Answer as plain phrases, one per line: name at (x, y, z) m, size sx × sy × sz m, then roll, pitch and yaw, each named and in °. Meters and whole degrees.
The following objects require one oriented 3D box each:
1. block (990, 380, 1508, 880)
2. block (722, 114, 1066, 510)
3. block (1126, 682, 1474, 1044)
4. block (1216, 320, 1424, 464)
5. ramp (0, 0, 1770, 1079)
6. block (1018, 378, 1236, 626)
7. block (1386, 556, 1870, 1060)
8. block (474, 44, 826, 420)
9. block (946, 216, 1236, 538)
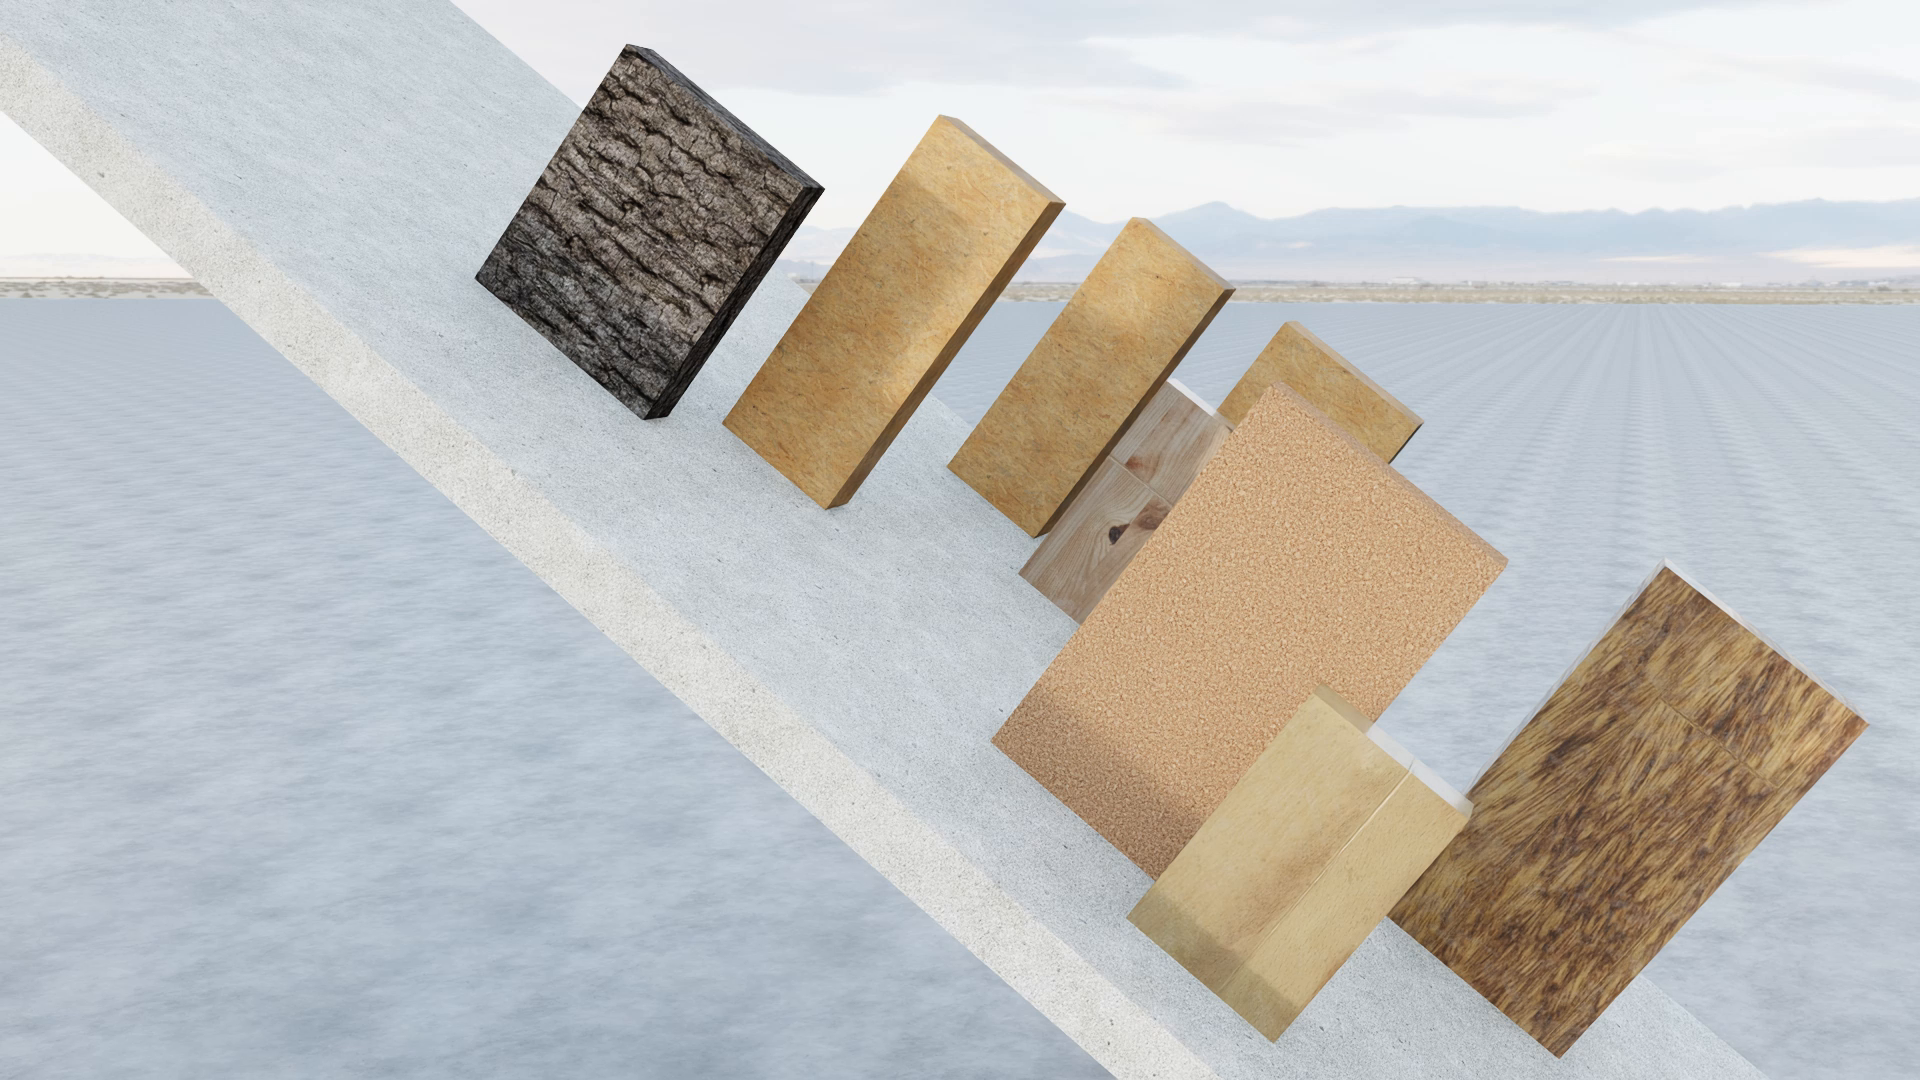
block at (0.435, 0.173, 3.377) m, size 0.435 × 0.715 × 0.103 m, roll 40°, pitch 16°, yaw 9°
block at (-0.120, -0.397, 3.879) m, size 0.247 × 0.675 × 0.115 m, roll 40°, pitch 16°, yaw 9°
block at (0.488, 0.465, 3.174) m, size 0.276 × 0.439 × 0.095 m, roll 40°, pitch 16°, yaw 9°
block at (0.616, -0.087, 4.587) m, size 0.339 × 0.668 × 0.149 m, roll 40°, pitch 16°, yaw 9°
ramp at (-0.044, 0.101, 4.060) m, size 4.000 × 0.100 × 2.000 m, roll 40°, pitch 16°, yaw 9°
block at (0.385, -0.025, 4.261) m, size 0.315 × 0.482 × 0.085 m, roll 40°, pitch 16°, yaw 9°
block at (1.157, 0.477, 3.903) m, size 0.423 × 0.800 × 0.132 m, roll 40°, pitch 16°, yaw 9°
block at (-0.526, -0.515, 3.701) m, size 0.390 × 0.483 × 0.101 m, roll 40°, pitch 16°, yaw 9°
block at (0.271, -0.336, 4.585) m, size 0.241 × 0.652 × 0.134 m, roll 40°, pitch 16°, yaw 9°
